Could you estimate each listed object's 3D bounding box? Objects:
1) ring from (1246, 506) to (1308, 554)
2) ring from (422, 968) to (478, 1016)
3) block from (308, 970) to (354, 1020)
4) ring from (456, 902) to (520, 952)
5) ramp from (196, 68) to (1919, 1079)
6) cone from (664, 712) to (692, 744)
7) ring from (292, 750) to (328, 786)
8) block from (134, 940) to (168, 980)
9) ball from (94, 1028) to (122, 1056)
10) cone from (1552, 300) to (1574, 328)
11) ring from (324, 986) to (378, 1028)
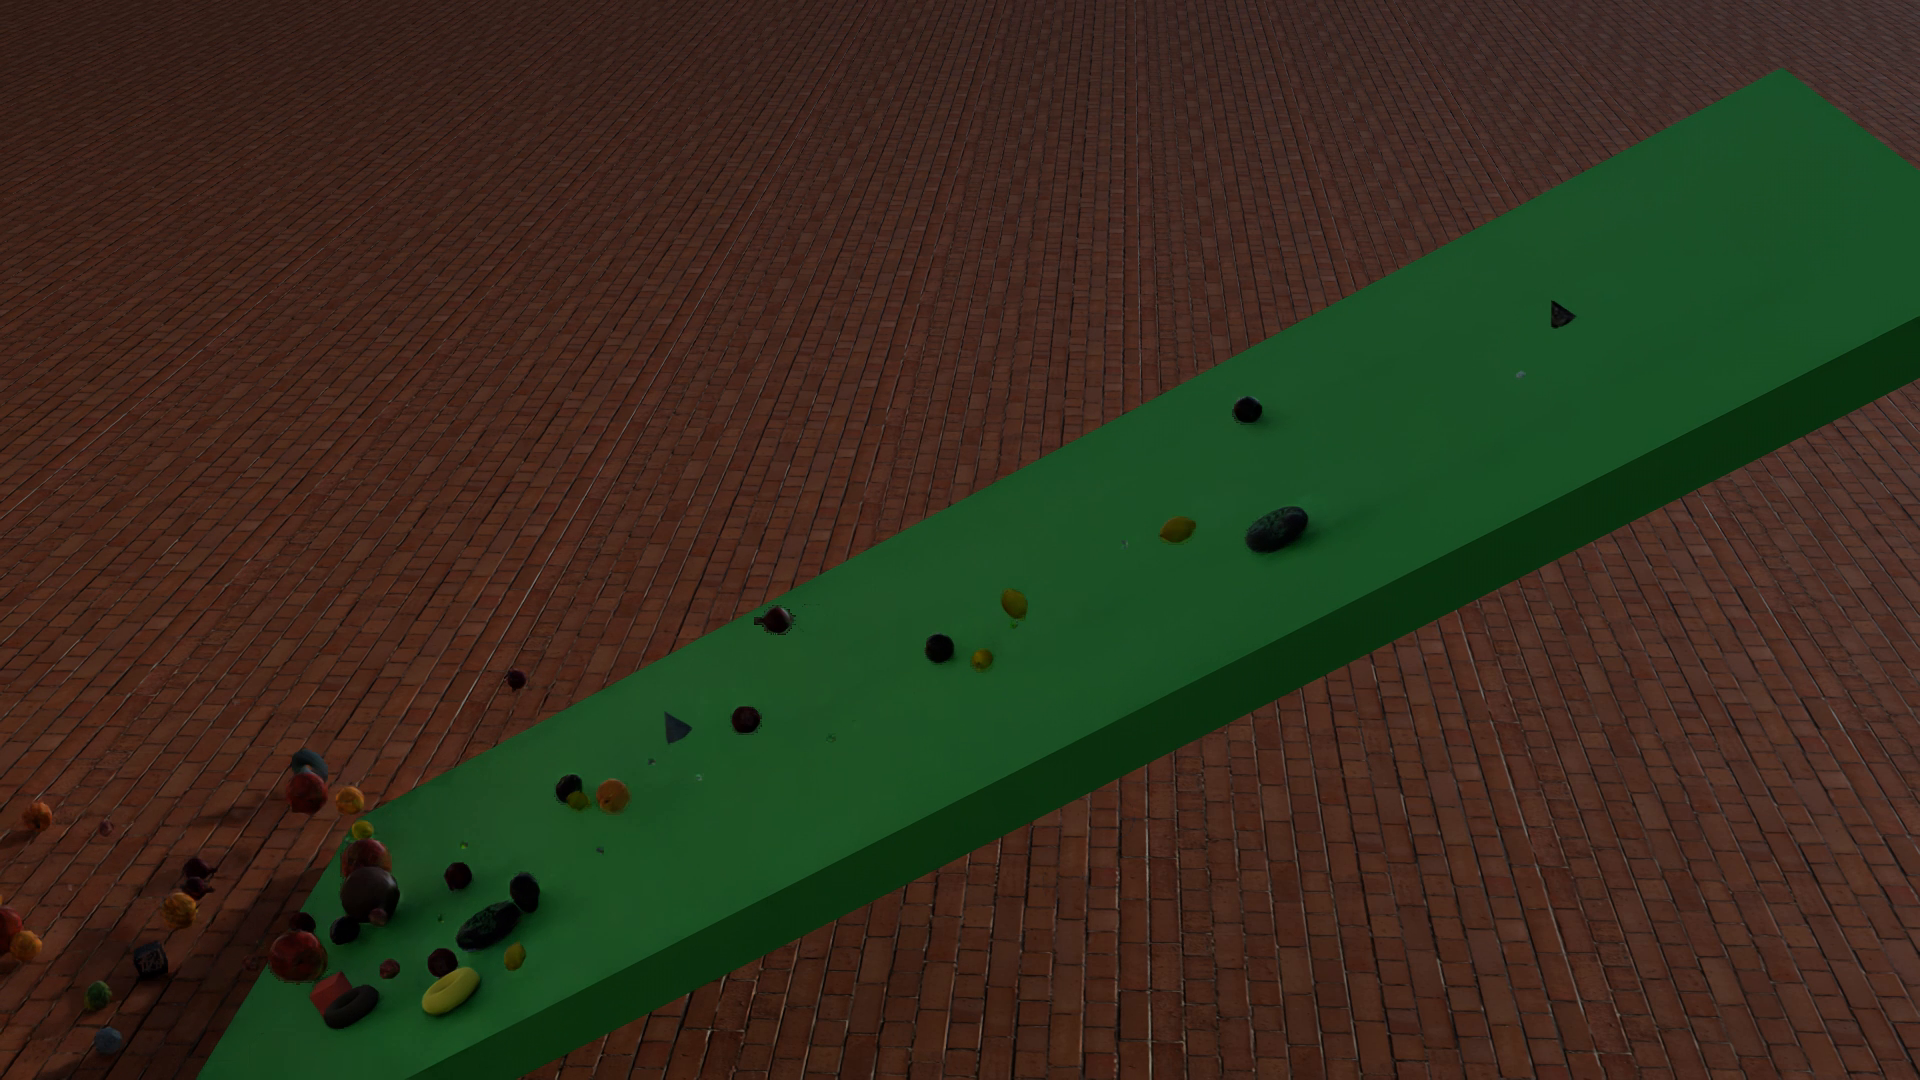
[{"bbox_3d":[0.611,-0.020,5.687,0.131,0.044,0.131,-28,16,9],"label":"ring"},{"bbox_3d":[-1.013,0.896,5.843,0.127,0.042,0.127,-30,13,8],"label":"ring"},{"bbox_3d":[-1.322,0.961,6.204,0.062,0.062,0.062,-28,15,12],"label":"block"},{"bbox_3d":[-0.976,0.800,6.086,0.143,0.048,0.143,-28,13,7],"label":"ring"},{"bbox_3d":[0.142,0.167,6.283,4.000,0.100,2.000,-28,15,12],"label":"ramp"},{"bbox_3d":[-0.655,0.417,6.698,0.067,0.067,0.067,-29,14,8],"label":"cone"},{"bbox_3d":[-1.773,0.622,8.019,0.114,0.114,0.038,9,32,25],"label":"ring"},{"bbox_3d":[-1.913,0.995,6.954,0.060,0.060,0.060,-21,21,-6],"label":"block"},{"bbox_3d":[-1.908,1.122,6.588,0.062,0.062,0.062,0,18,0],"label":"ball"},{"bbox_3d":[1.212,-0.465,5.968,0.053,0.053,0.053,-29,14,8],"label":"cone"},{"bbox_3d":[-1.263,0.969,6.106,0.121,0.040,0.121,-27,15,8],"label":"ring"}]
